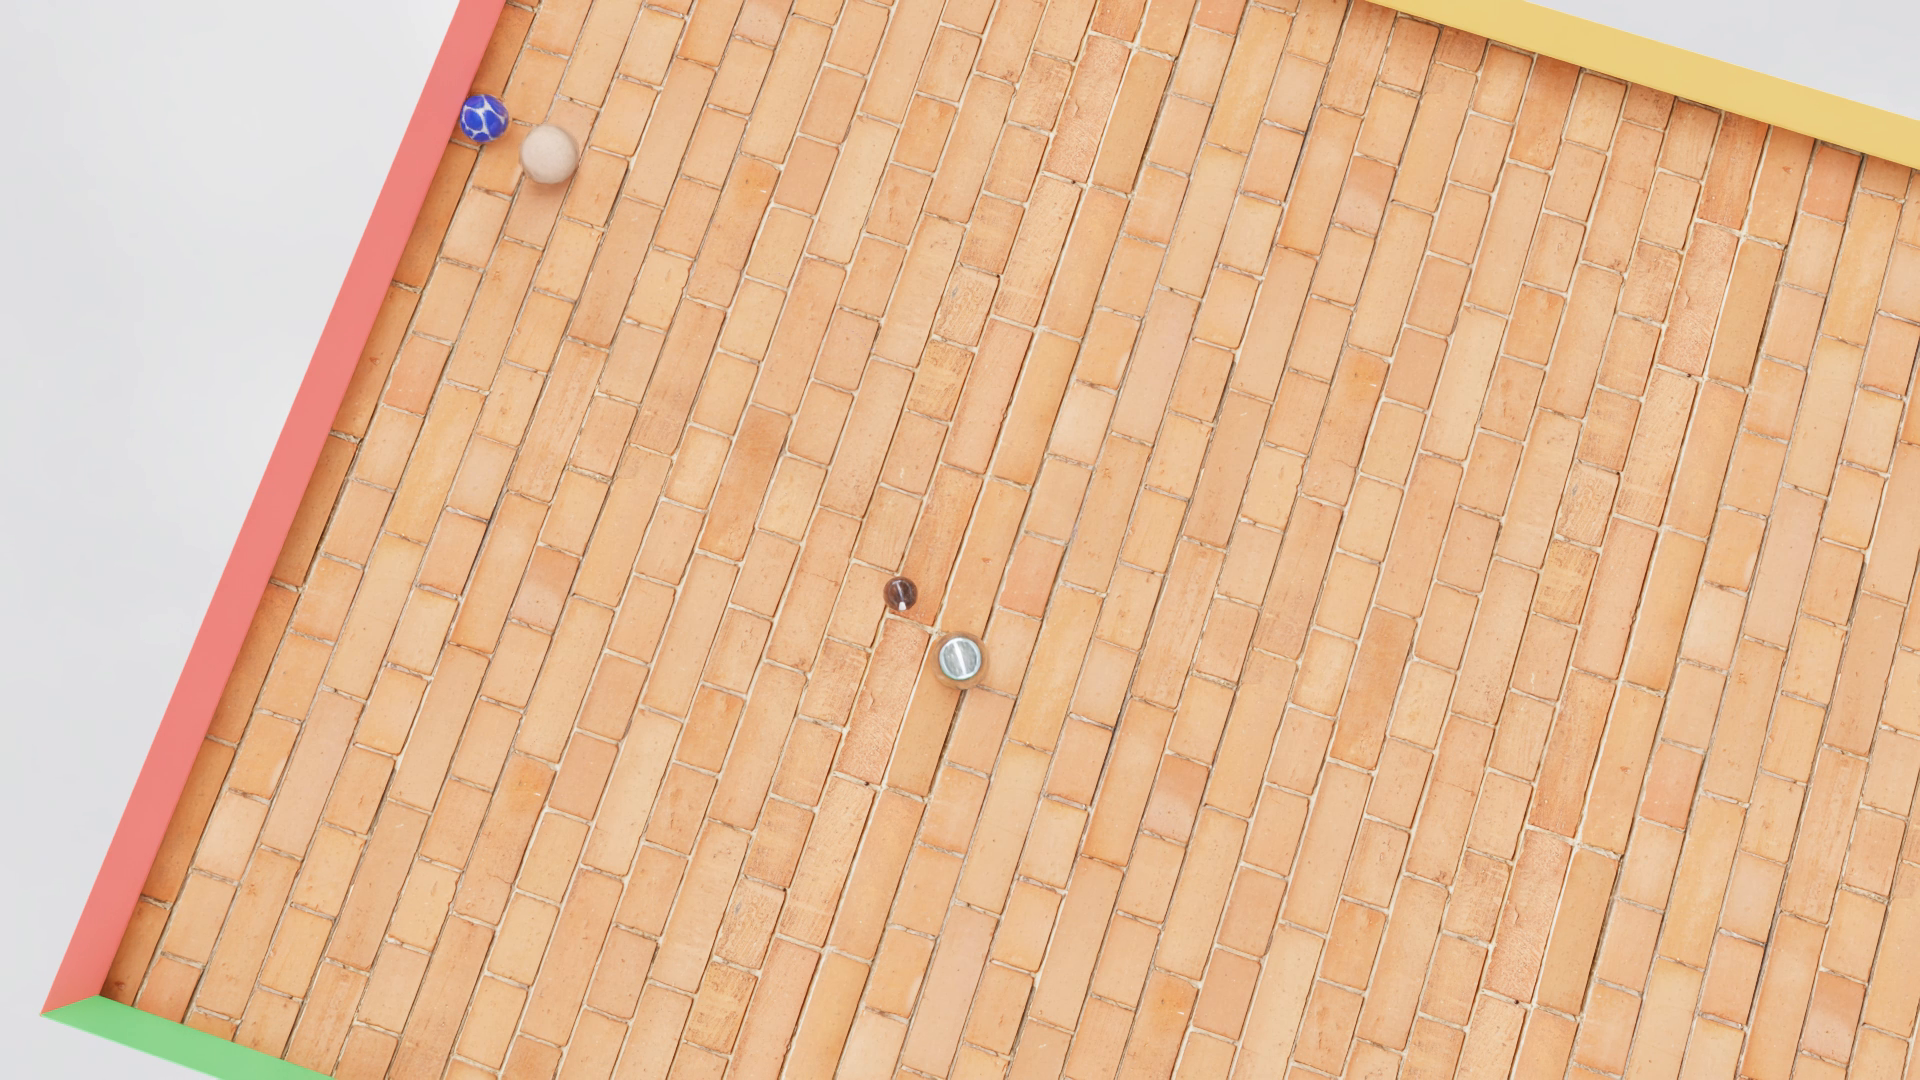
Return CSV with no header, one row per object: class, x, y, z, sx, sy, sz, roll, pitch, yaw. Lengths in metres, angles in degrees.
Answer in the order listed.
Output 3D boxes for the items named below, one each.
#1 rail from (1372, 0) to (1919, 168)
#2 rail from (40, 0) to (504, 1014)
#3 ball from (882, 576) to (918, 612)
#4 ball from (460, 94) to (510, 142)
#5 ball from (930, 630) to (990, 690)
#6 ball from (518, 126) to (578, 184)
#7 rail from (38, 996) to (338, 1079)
rail,1.282,-0.666,3.428,4.006,0.119,0.045,18,78,4
rail,-0.927,-0.308,3.350,0.045,0.119,2.145,18,78,4
ball,-0.089,0.081,3.300,0.054,0.054,0.054,0,78,0
ball,-0.746,-0.662,3.450,0.076,0.076,0.076,0,78,0
ball,0.000,0.178,3.261,0.088,0.088,0.088,0,78,0
ball,-0.642,-0.600,3.429,0.092,0.092,0.092,0,78,0
rail,0.617,1.278,3.005,4.006,0.119,0.045,18,78,4
